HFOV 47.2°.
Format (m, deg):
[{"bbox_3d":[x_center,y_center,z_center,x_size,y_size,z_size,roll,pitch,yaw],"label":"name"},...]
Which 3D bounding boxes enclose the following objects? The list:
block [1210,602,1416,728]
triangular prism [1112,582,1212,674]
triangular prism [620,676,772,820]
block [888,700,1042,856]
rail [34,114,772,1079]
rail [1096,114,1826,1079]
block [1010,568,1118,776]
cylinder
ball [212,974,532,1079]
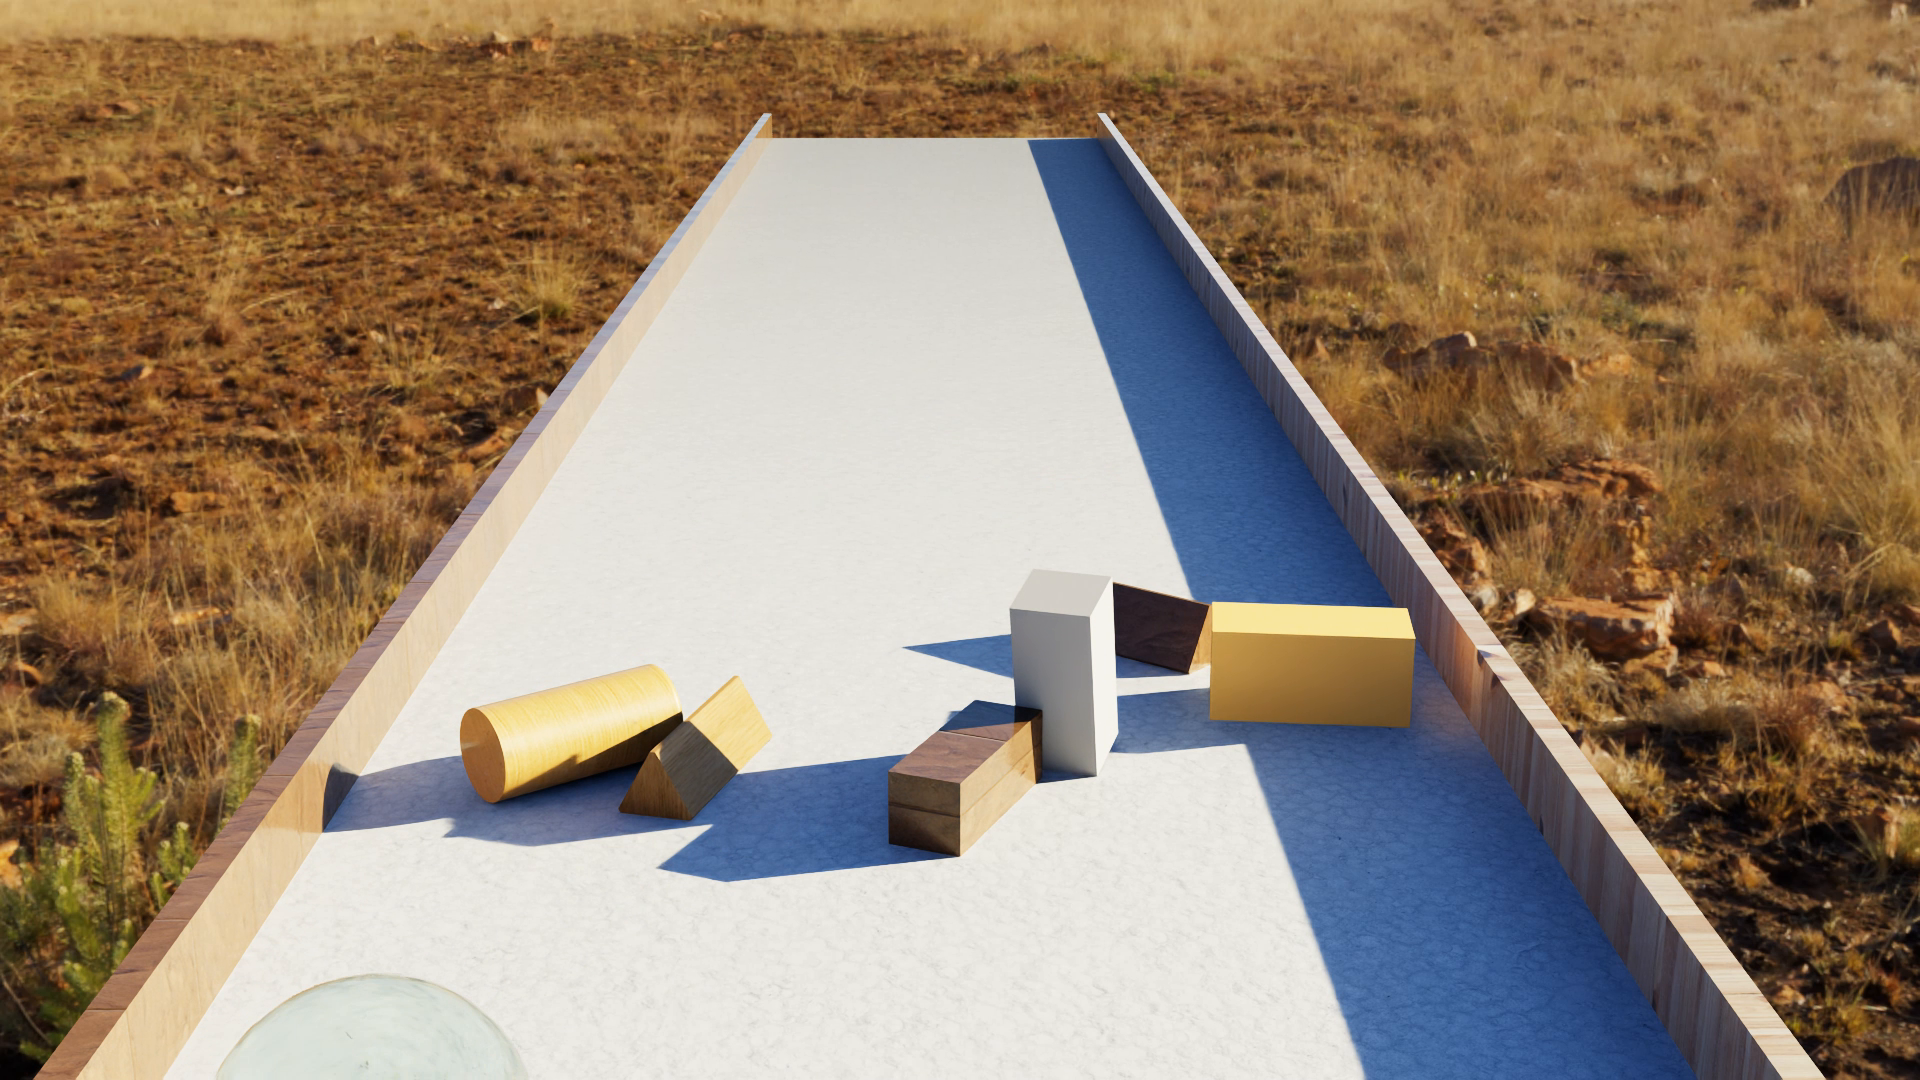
[{"bbox_3d":[0.657,0.233,4.138,0.367,0.174,0.174,2,17,6],"label":"block"},{"bbox_3d":[0.372,0.159,4.464,0.321,0.124,0.143,13,21,37],"label":"triangular prism"},{"bbox_3d":[-0.457,0.352,3.831,0.132,0.114,0.382,5,17,15],"label":"triangular prism"},{"bbox_3d":[0.013,0.393,3.682,0.127,0.127,0.355,7,18,23],"label":"block"},{"bbox_3d":[-1.118,-0.838,7.780,0.050,0.150,12.000,0,17,-1],"label":"rail"},{"bbox_3d":[0.932,-0.844,7.801,0.050,0.150,12.000,0,17,-1],"label":"rail"},{"bbox_3d":[0.184,0.232,3.844,0.143,0.322,0.143,6,29,18],"label":"block"},{"bbox_3d":[-0.672,0.333,3.820,0.348,0.164,0.164,-13,21,-37],"label":"cylinder"},{"bbox_3d":[-0.639,0.655,2.384,0.364,0.364,0.364,0,17,0],"label":"ball"}]
